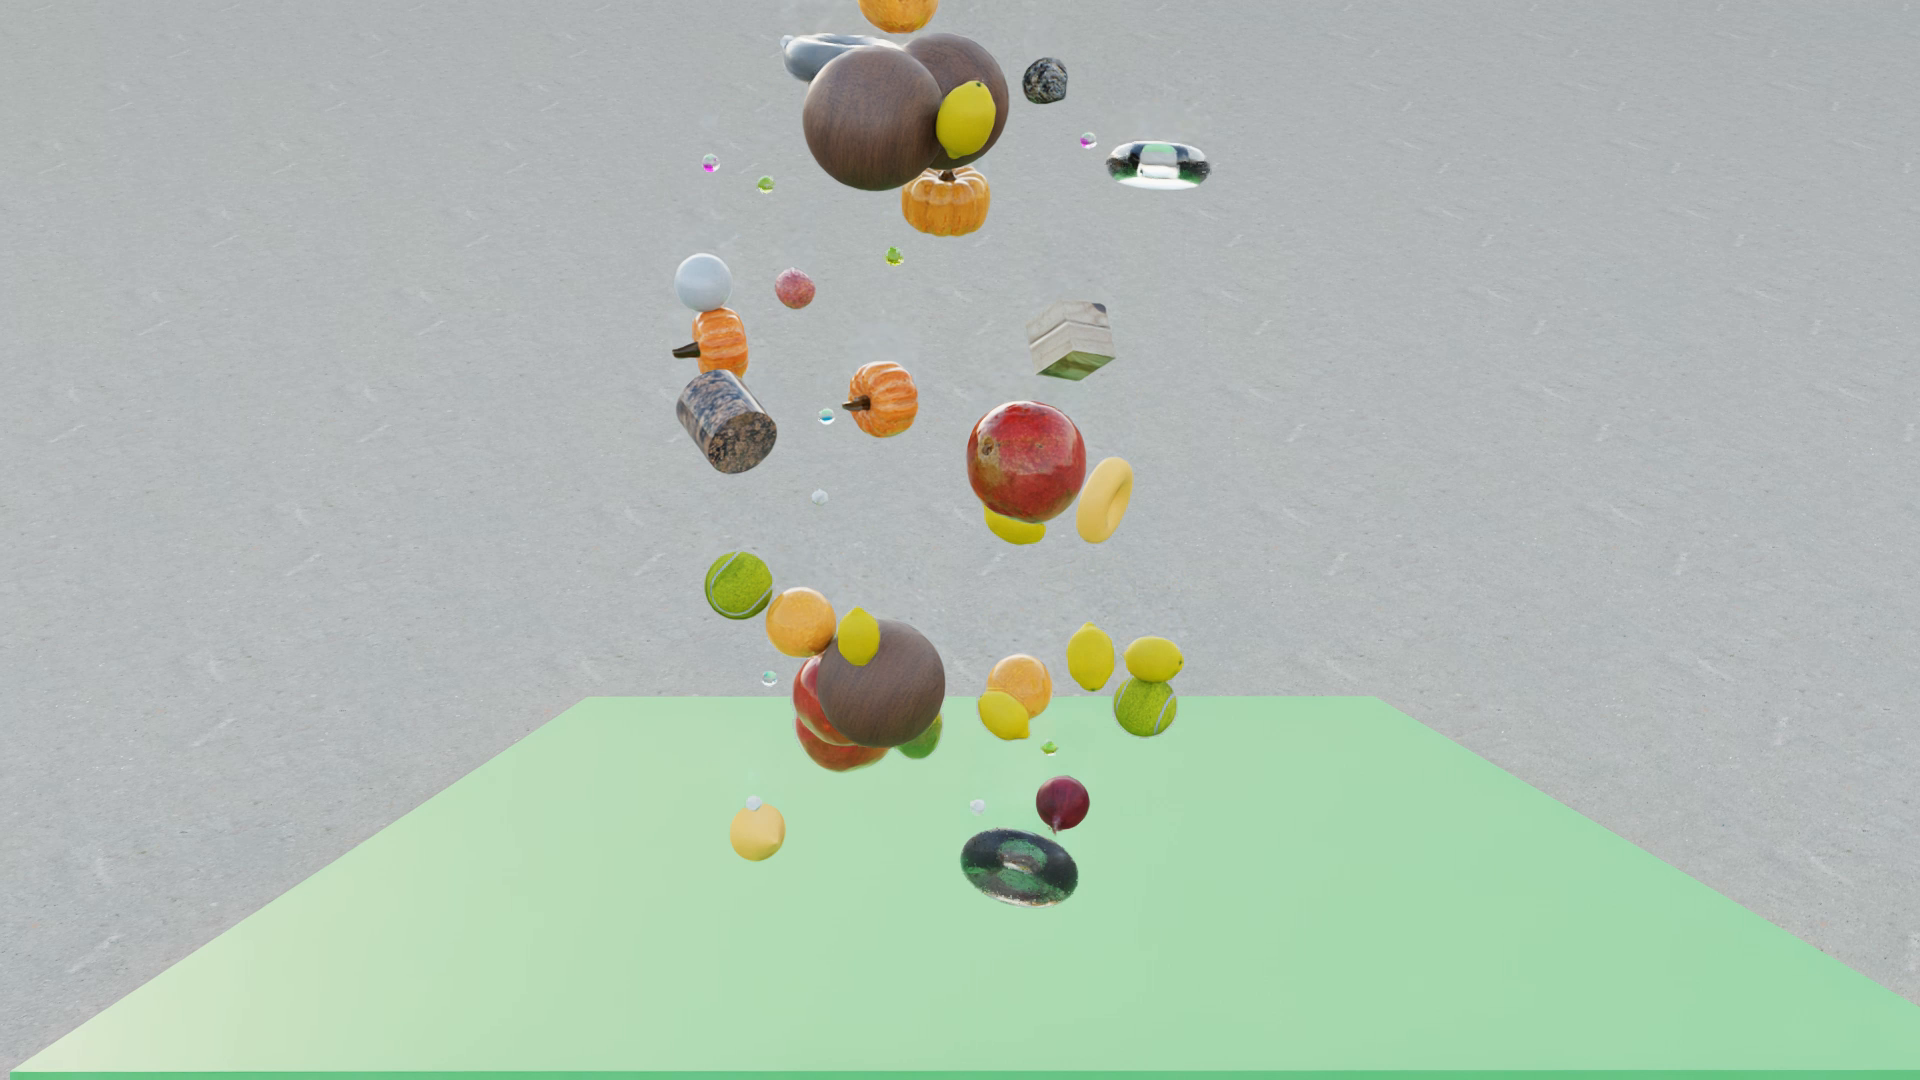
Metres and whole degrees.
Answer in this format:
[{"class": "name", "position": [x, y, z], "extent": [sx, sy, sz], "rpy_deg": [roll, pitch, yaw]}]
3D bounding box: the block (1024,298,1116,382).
[{"class": "block", "position": [0.109, -0.197, 2.536], "extent": [0.057, 0.057, 0.057], "rpy_deg": [6, -25, -40]}]

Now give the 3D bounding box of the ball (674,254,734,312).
[{"class": "ball", "position": [-0.261, -0.262, 2.622], "extent": [0.060, 0.060, 0.060], "rpy_deg": [0, 25, 0]}]

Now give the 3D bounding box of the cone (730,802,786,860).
[{"class": "cone", "position": [-0.202, 0.313, 2.709], "extent": [0.063, 0.063, 0.063], "rpy_deg": [-11, 9, -22]}]

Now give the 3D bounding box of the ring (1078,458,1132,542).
[{"class": "ring", "position": [0.160, -0.044, 2.853], "extent": [0.034, 0.101, 0.101], "rpy_deg": [22, 31, 19]}]

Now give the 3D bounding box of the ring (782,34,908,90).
[{"class": "ring", "position": [-0.114, -0.478, 2.574], "extent": [0.126, 0.042, 0.126], "rpy_deg": [4, 18, -1]}]

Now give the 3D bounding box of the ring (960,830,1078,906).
[{"class": "ring", "position": [0.057, 0.316, 2.477], "extent": [0.116, 0.116, 0.039], "rpy_deg": [6, 58, 12]}]

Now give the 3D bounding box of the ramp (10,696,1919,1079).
[{"class": "ramp", "position": [0.056, 0.512, 4.553], "extent": [2.000, 0.100, 4.000], "rpy_deg": [0, 2, 0]}]

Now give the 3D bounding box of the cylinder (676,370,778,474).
[{"class": "cylinder", "position": [-0.226, -0.115, 2.493], "extent": [0.073, 0.073, 0.073], "rpy_deg": [-14, 44, -28]}]

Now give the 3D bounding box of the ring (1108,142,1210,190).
[{"class": "ring", "position": [0.199, -0.376, 2.588], "extent": [0.104, 0.035, 0.104], "rpy_deg": [4, -2, 0]}]
